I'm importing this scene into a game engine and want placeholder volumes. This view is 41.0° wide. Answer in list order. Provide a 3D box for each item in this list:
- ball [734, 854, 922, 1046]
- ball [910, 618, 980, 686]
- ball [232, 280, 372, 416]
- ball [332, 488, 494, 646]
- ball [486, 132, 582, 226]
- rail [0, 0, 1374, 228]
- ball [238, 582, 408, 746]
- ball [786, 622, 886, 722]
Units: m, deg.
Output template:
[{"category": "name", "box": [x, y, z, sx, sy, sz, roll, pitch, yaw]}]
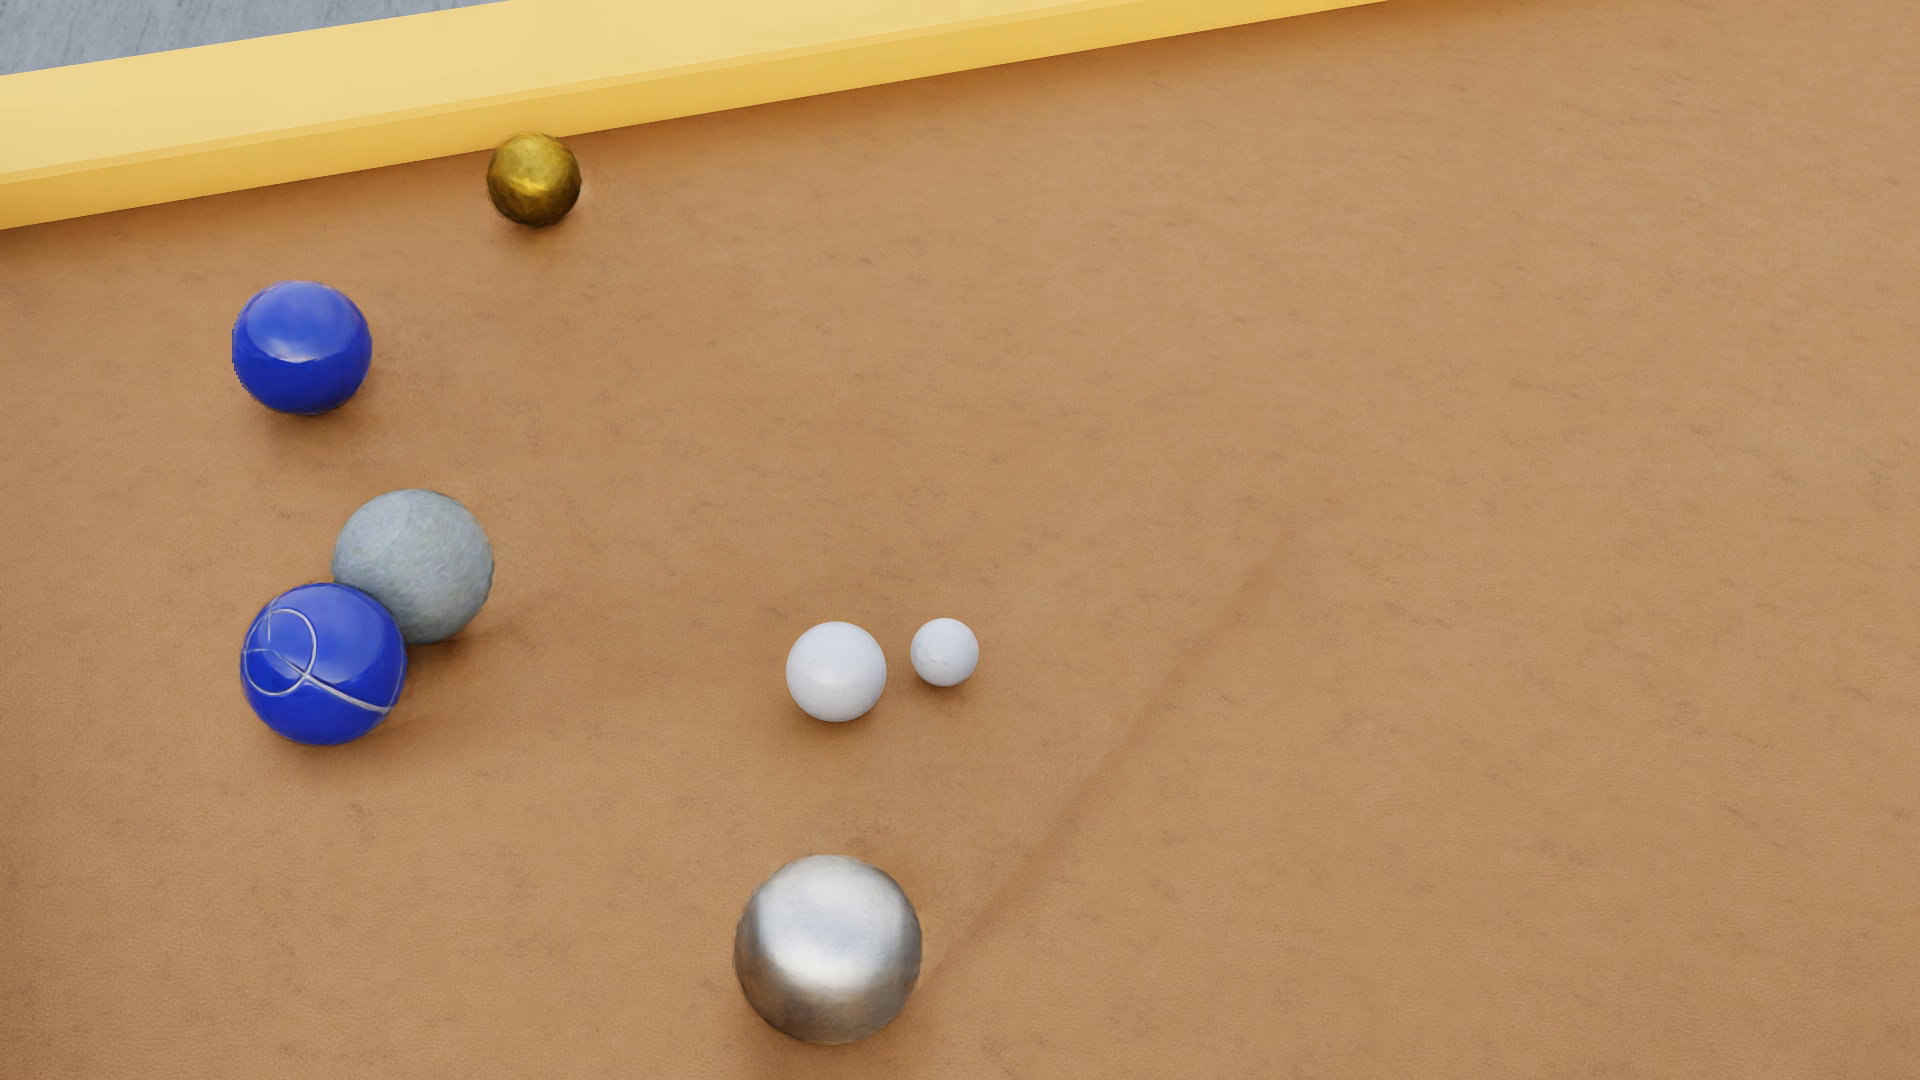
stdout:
[{"category": "ball", "box": [-0.065, 0.202, 1.264, 0.093, 0.093, 0.093, 0, 35, 0]}, {"category": "ball", "box": [-0.009, 0.066, 1.505, 0.040, 0.040, 0.040, 0, 35, 0]}, {"category": "ball", "box": [-0.446, -0.130, 1.741, 0.092, 0.092, 0.092, 0, 35, 0]}, {"category": "ball", "box": [-0.326, 0.016, 1.529, 0.094, 0.094, 0.094, 0, 35, 0]}, {"category": "ball", "box": [-0.327, -0.276, 1.967, 0.072, 0.072, 0.072, 0, 35, 0]}, {"category": "rail", "box": [0.332, -0.517, 2.265, 2.503, 0.122, 0.045, -13, 37, -17]}, {"category": "ball", "box": [-0.360, 0.070, 1.453, 0.093, 0.093, 0.093, 0, 35, 0]}, {"category": "ball", "box": [-0.071, 0.076, 1.475, 0.058, 0.058, 0.058, 0, 35, 0]}]
